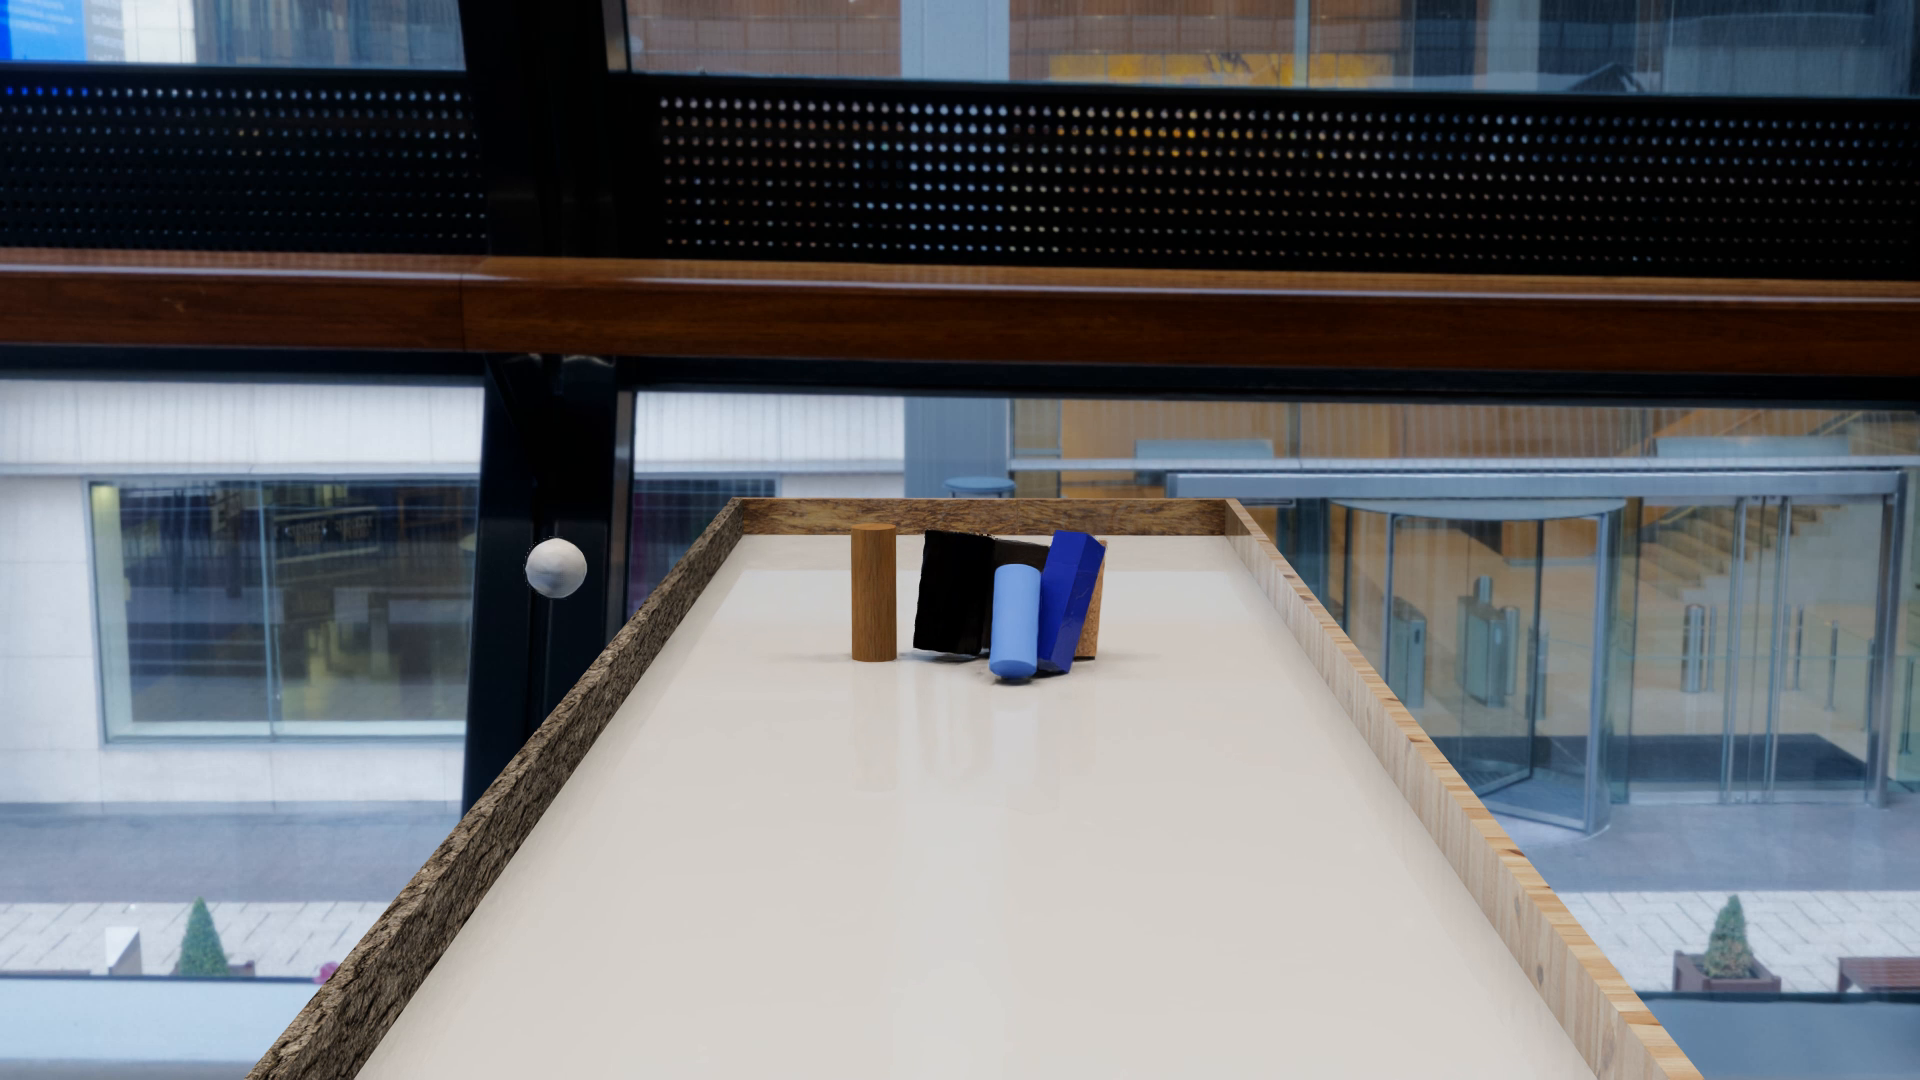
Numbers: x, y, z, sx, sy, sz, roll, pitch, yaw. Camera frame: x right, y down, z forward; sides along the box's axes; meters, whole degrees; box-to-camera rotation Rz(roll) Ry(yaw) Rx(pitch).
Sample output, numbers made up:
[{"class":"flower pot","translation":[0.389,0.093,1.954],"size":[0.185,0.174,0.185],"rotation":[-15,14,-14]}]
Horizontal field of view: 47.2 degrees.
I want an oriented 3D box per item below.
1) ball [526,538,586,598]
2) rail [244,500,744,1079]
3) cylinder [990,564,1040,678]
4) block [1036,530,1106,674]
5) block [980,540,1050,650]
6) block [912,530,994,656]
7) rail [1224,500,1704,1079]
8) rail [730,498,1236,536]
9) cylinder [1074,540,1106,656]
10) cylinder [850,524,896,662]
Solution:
[{"class":"ball","translation":[-1.317,0.093,7.173],"size":[0.196,0.196,0.196],"rotation":[0,9,0]},{"class":"rail","translation":[-1.004,0.839,3.234],"size":[0.050,0.150,12.000],"rotation":[0,9,1]},{"class":"cylinder","translation":[0.163,0.238,6.455],"size":[0.137,0.307,0.137],"rotation":[3,-26,2]},{"class":"block","translation":[0.304,0.183,6.554],"size":[0.115,0.403,0.115],"rotation":[6,-19,35]},{"class":"block","translation":[0.153,0.173,6.789],"size":[0.176,0.329,0.176],"rotation":[9,3,43]},{"class":"block","translation":[-0.022,0.162,6.718],"size":[0.147,0.364,0.147],"rotation":[8,-3,-39]},{"class":"rail","translation":[1.046,0.843,3.208],"size":[0.050,0.150,12.000],"rotation":[0,9,1]},{"class":"rail","translation":[0.099,-0.098,9.147],"size":[2.100,0.150,0.050],"rotation":[0,9,1]},{"class":"cylinder","translation":[0.375,0.174,6.728],"size":[0.116,0.357,0.116],"rotation":[5,1,0]},{"class":"cylinder","translation":[-0.262,0.160,6.704],"size":[0.138,0.406,0.138],"rotation":[0,9,0]}]
